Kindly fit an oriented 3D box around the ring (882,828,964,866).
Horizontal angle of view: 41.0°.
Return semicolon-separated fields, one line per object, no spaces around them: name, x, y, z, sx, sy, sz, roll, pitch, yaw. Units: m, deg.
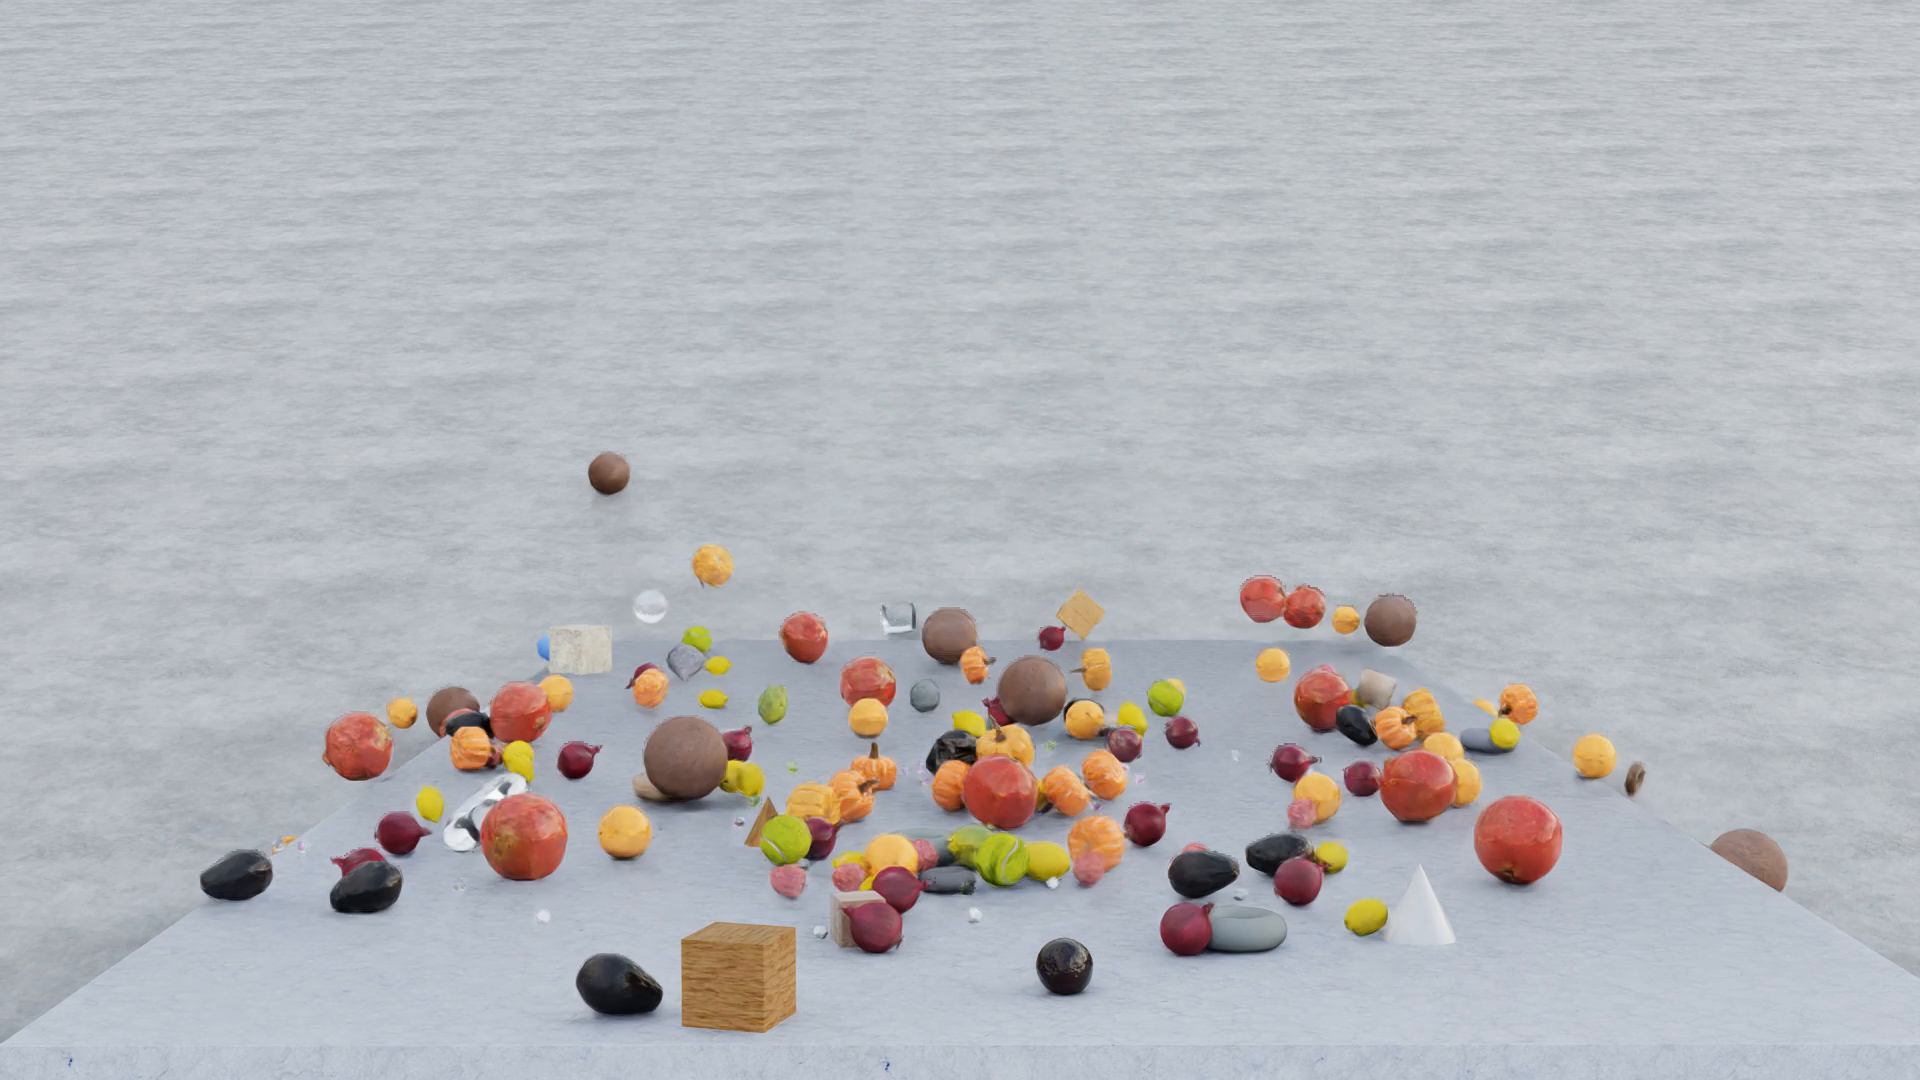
ring;-0.051;0.420;3.511;0.114;0.038;0.114;1;5;0

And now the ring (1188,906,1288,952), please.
ring;0.322;0.452;2.983;0.115;0.038;0.115;0;2;0

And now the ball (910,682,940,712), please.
ball;-0.070;0.311;5.096;0.062;0.062;0.062;0;20;0

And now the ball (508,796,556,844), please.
ball;-0.607;0.398;3.640;0.067;0.067;0.067;0;20;0

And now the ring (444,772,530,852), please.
ring;-0.663;0.381;3.598;0.143;0.048;0.143;-36;12;9

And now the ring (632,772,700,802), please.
ring;-0.463;0.388;4.033;0.106;0.035;0.106;5;5;0

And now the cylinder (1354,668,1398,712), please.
cylinder;0.825;0.297;5.100;0.068;0.068;0.068;21;24;9

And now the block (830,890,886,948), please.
block;-0.119;0.443;3.001;0.054;0.054;0.054;-1;4;-16

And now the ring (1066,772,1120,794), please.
ring;0.211;0.388;4.103;0.087;0.029;0.087;-1;2;0

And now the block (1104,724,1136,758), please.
block;0.280;0.352;4.498;0.052;0.052;0.052;0;3;2

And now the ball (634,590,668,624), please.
ball;-0.691;0.149;5.741;0.075;0.075;0.075;0;20;0

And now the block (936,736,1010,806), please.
block;0.021;0.361;4.021;0.092;0.092;0.092;-1;4;-18

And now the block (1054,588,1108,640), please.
block;0.303;0.186;6.459;0.092;0.092;0.092;41;0;0

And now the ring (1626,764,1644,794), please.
ring;1.549;0.548;5.895;0.025;0.075;0.075;17;26;33

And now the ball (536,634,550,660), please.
ball;-1.006;0.263;6.307;0.065;0.065;0.065;0;20;0

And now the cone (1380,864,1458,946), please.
cone;0.540;0.423;3.020;0.090;0.090;0.090;0;3;0

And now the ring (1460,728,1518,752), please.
ring;0.942;0.356;4.573;0.103;0.034;0.103;1;3;0

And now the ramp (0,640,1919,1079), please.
ramp;0.047;0.426;4.533;2.000;0.100;4.000;0;3;0

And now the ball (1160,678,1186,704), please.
ball;0.434;0.307;5.232;0.051;0.051;0.051;0;20;0

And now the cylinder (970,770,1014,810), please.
cylinder;0.050;0.384;3.950;0.054;0.054;0.054;-7;21;-18

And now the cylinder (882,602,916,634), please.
cylinder;-0.162;0.207;6.804;0.077;0.077;0.077;-5;21;-12

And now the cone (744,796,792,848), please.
cone;-0.272;0.396;3.644;0.068;0.068;0.068;0;3;0

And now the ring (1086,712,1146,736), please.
ring;0.289;0.342;4.784;0.112;0.037;0.112;-1;3;0

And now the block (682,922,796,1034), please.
block;-0.226;0.447;2.633;0.090;0.090;0.090;1;4;17

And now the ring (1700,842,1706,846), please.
ring;1.566;0.689;5.479;0.032;0.097;0.097;16;25;29

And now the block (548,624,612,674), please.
block;-0.862;0.248;5.829;0.099;0.099;0.099;2;4;35

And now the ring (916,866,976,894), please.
ring;-0.018;0.438;3.308;0.077;0.026;0.077;-3;1;0
